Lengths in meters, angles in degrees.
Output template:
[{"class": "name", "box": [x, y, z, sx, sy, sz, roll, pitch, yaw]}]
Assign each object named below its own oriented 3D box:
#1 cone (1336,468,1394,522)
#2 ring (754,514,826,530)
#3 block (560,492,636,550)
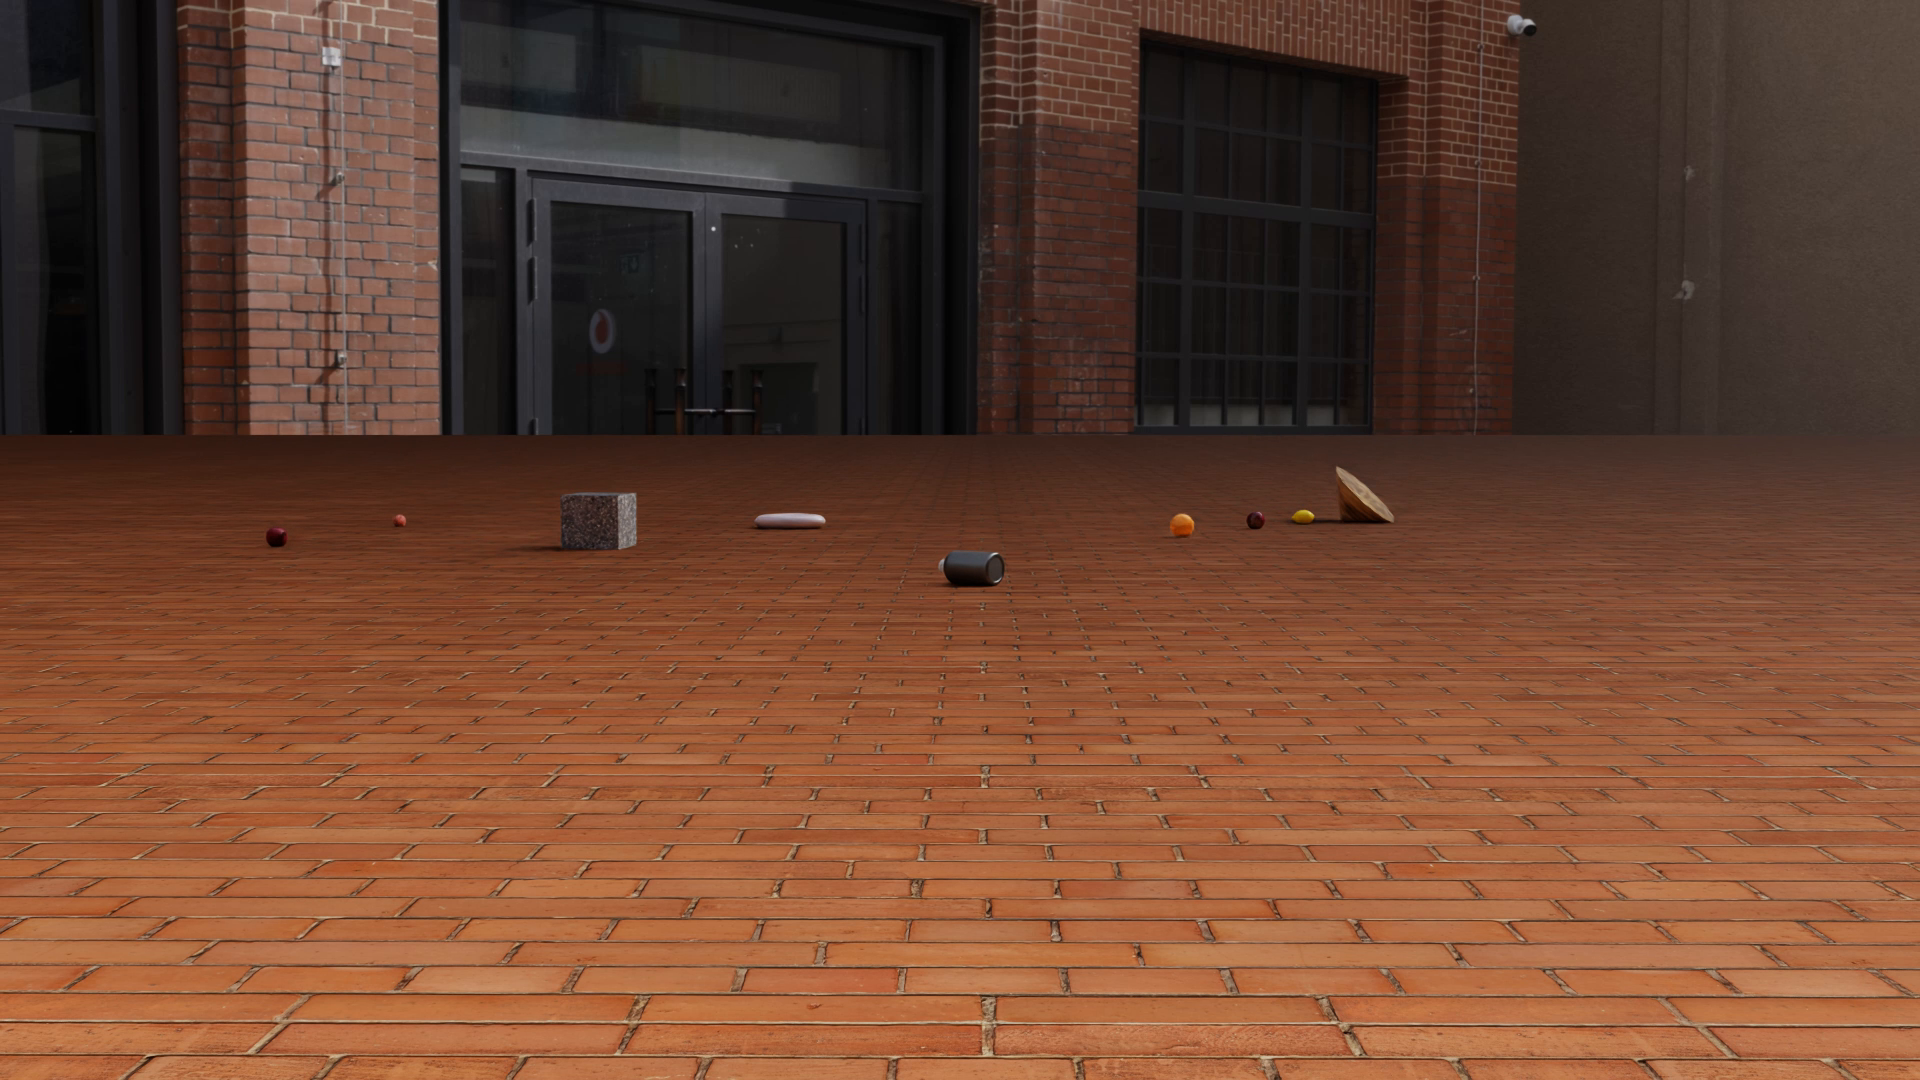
[{"class": "cone", "box": [1.335, -0.109, 7.471, 0.262, 0.122, 0.294, 34, 18, -21]}, {"class": "ring", "box": [-0.550, -0.060, 7.109, 0.233, 0.044, 0.158, 0, 5, 8]}, {"class": "block", "box": [-1.026, -0.055, 6.252, 0.167, 0.151, 0.170, 1, 4, 9]}]
